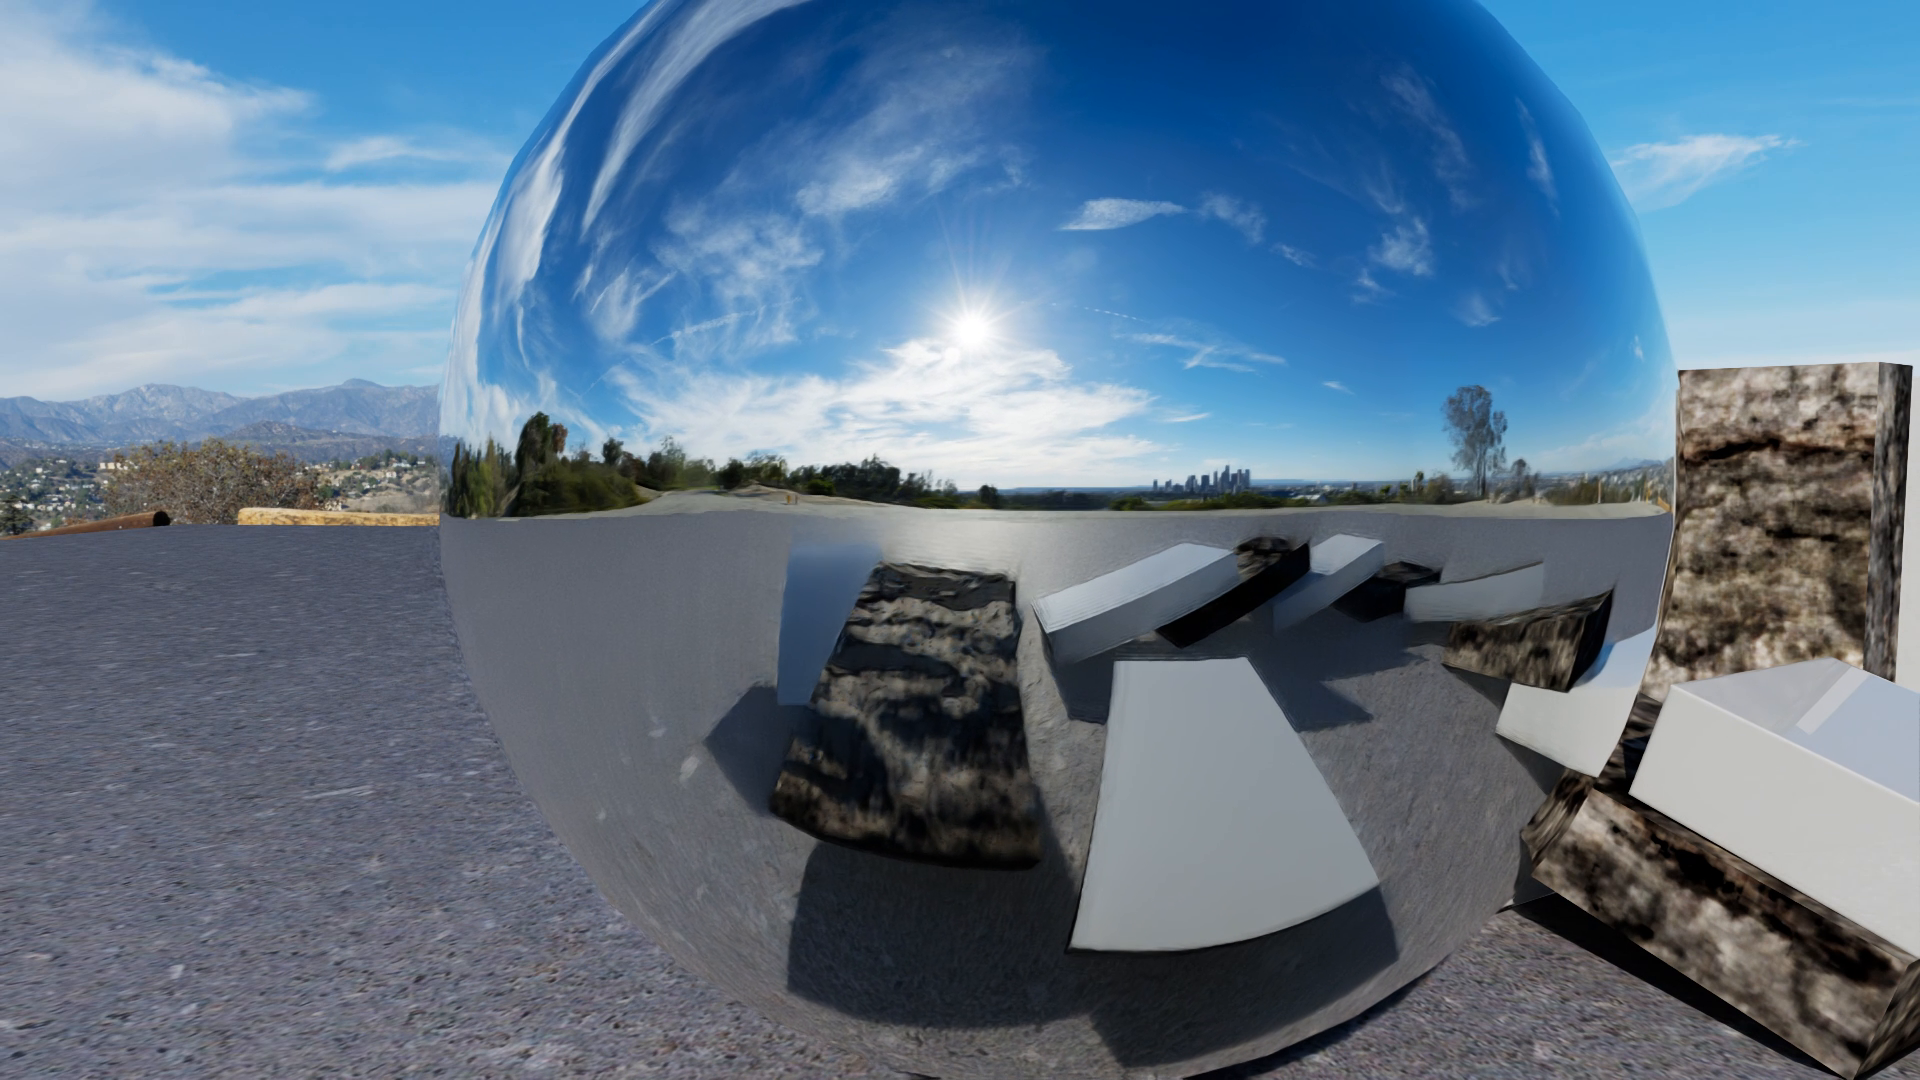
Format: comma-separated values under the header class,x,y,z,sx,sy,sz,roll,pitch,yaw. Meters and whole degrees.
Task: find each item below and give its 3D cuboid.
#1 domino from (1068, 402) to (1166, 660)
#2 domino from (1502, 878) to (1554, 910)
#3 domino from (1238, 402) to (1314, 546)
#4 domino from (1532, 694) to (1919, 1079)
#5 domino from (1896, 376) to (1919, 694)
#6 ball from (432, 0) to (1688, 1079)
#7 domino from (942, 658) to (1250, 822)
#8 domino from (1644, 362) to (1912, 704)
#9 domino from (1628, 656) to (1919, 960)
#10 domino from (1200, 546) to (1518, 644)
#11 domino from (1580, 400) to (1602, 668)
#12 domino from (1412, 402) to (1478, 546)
class,x,y,z,sx,sy,sz,roll,pitch,yaw
domino,0.030,-0.001,0.247,0.010,0.050,0.025,-1,4,-15
domino,0.038,0.021,0.136,0.025,0.010,0.050,-3,21,-33
domino,0.061,-0.001,0.250,0.009,0.050,0.025,0,4,3
domino,0.058,0.022,0.110,0.025,0.009,0.050,-3,22,-33
domino,0.104,0.006,0.153,0.009,0.050,0.025,-4,6,-44
ball,0.006,-0.004,0.091,0.080,0.080,0.080,0,4,0
domino,0.023,0.025,0.171,0.025,0.010,0.050,-3,6,-39
domino,0.080,0.008,0.132,0.009,0.050,0.025,-3,5,-38
domino,0.076,0.024,0.085,0.025,0.009,0.050,-2,23,-32
domino,0.066,0.014,0.217,0.050,0.025,0.009,0,4,2
domino,0.120,0.000,0.231,0.009,0.050,0.025,3,5,36
domino,0.092,-0.001,0.245,0.009,0.050,0.025,1,4,17
